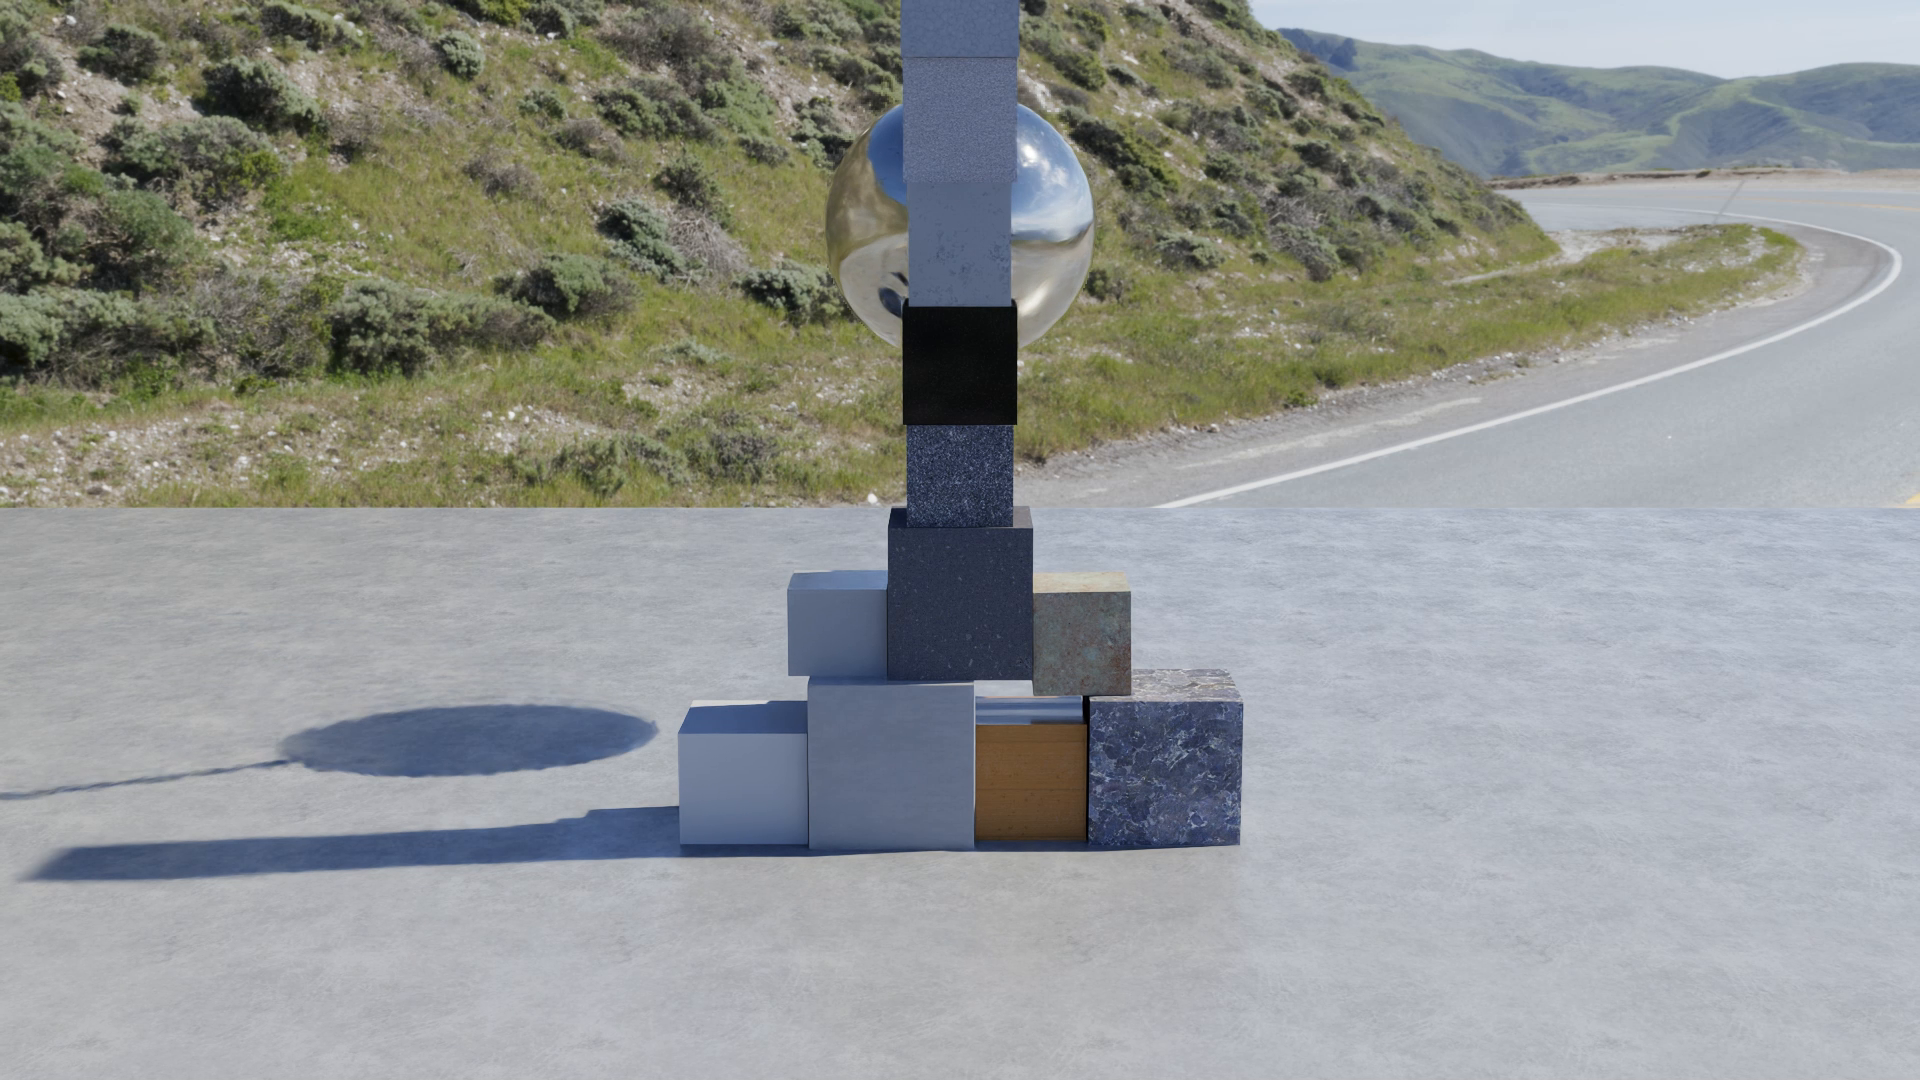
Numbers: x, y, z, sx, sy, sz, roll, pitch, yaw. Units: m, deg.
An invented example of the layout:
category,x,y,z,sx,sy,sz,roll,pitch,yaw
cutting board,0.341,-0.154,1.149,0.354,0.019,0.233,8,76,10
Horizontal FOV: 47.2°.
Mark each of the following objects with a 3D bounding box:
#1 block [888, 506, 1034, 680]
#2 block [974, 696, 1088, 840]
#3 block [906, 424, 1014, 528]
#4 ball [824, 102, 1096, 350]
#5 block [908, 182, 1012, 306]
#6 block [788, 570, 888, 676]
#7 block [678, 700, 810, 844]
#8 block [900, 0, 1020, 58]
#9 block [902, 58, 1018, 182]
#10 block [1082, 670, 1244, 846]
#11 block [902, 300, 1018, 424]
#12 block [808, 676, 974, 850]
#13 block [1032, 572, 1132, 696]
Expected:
category,x,y,z,sx,sy,sz,roll,pitch,yaw
block,0.003,0.261,11.242,0.718,0.772,0.680,0,10,0
block,0.359,1.176,11.392,0.560,0.609,0.573,0,10,0
block,0.000,-0.364,11.110,0.525,0.506,0.575,0,10,0
ball,0.000,-1.839,12.954,1.600,1.600,1.600,0,10,0
block,0.000,-1.476,10.903,0.502,0.597,0.504,0,10,0
block,-0.615,0.421,11.276,0.498,0.445,0.506,0,10,0
block,-1.090,1.194,11.389,0.648,0.576,0.665,0,10,0
block,0.000,-2.584,10.692,0.564,0.482,0.539,0,10,0
block,0.000,-2.060,10.803,0.547,0.589,0.526,0,10,0
block,1.032,1.111,11.367,0.765,0.747,0.684,0,10,0
block,0.000,-0.897,11.007,0.563,0.579,0.523,0,10,0
block,-0.343,1.061,11.364,0.825,0.846,0.828,0,10,0
block,0.613,0.477,11.285,0.492,0.533,0.506,-1,10,0
